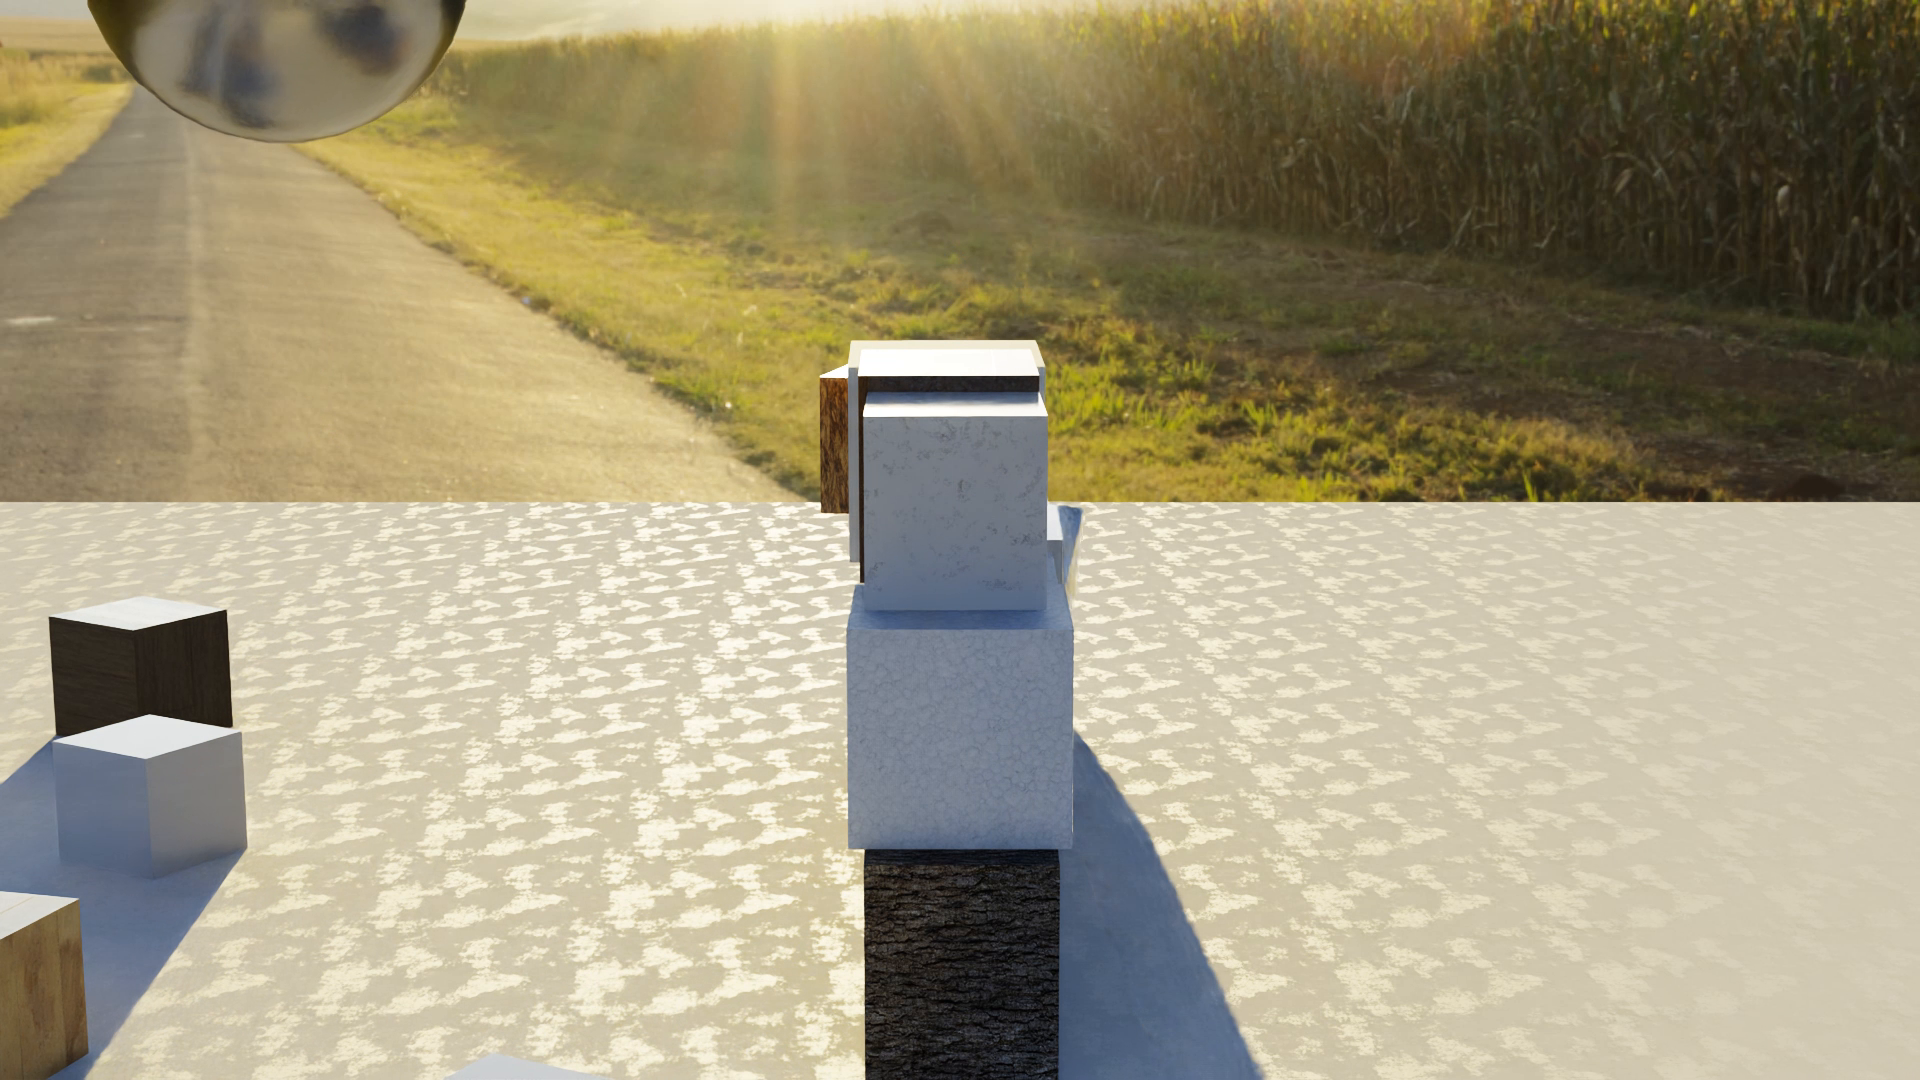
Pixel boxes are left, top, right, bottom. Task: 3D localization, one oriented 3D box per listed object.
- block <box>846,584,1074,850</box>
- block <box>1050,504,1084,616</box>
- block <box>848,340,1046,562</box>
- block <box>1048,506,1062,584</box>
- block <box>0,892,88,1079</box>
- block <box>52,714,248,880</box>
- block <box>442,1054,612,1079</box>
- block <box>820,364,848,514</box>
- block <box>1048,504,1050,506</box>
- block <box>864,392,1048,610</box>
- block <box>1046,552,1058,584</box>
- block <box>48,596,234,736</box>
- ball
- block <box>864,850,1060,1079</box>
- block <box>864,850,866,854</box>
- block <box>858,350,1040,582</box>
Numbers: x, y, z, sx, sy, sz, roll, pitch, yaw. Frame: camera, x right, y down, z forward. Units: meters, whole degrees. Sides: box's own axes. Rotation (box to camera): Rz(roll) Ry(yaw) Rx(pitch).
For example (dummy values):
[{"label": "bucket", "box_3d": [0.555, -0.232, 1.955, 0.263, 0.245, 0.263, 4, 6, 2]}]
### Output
[{"label": "block", "box_3d": [0.000, 0.634, 9.432, 0.796, 0.798, 0.803, 0, 10, 0]}, {"label": "block", "box_3d": [0.292, 0.306, 14.722, 0.667, 0.751, 0.802, 9, 41, 6]}, {"label": "block", "box_3d": [-0.065, -0.396, 11.091, 0.818, 0.828, 0.784, 0, 12, -1]}, {"label": "block", "box_3d": [0.040, 0.270, 11.664, 0.822, 0.721, 0.712, 0, 13, 0]}, {"label": "block", "box_3d": [-3.553, 1.623, 9.006, 0.611, 0.585, 0.714, 3, 11, 15]}, {"label": "block", "box_3d": [-3.676, 1.158, 11.658, 0.599, 0.551, 0.564, 6, 12, 30]}, {"label": "block", "box_3d": [-1.218, 1.918, 7.115, 0.697, 0.680, 0.677, 5, 12, 27]}, {"label": "block", "box_3d": [-0.227, -0.473, 11.899, 0.704, 0.625, 0.654, 2, 10, 11]}, {"label": "block", "box_3d": [0.000, 0.120, 12.421, 0.828, 0.723, 0.796, 0, 10, 0]}, {"label": "block", "box_3d": [-0.021, -0.158, 9.577, 0.660, 0.708, 0.710, 0, 10, -1]}, {"label": "block", "box_3d": [0.005, 0.476, 10.244, 0.754, 0.699, 0.826, 0, 12, 0]}, {"label": "block", "box_3d": [-4.412, 0.711, 13.832, 0.671, 0.653, 0.631, 6, 12, 32]}, {"label": "ball", "box_3d": [-2.857, -2.468, 10.732, 1.600, 1.600, 1.600, 0, 10, 0]}, {"label": "block", "box_3d": [0.006, 1.450, 9.382, 0.683, 0.790, 0.790, 0, 10, 0]}, {"label": "block", "box_3d": [-0.018, 1.078, 11.626, 0.806, 0.719, 0.812, 0, 10, 0]}, {"label": "block", "box_3d": [-0.050, -0.310, 10.302, 0.696, 0.815, 0.751, 0, 12, -1]}]
